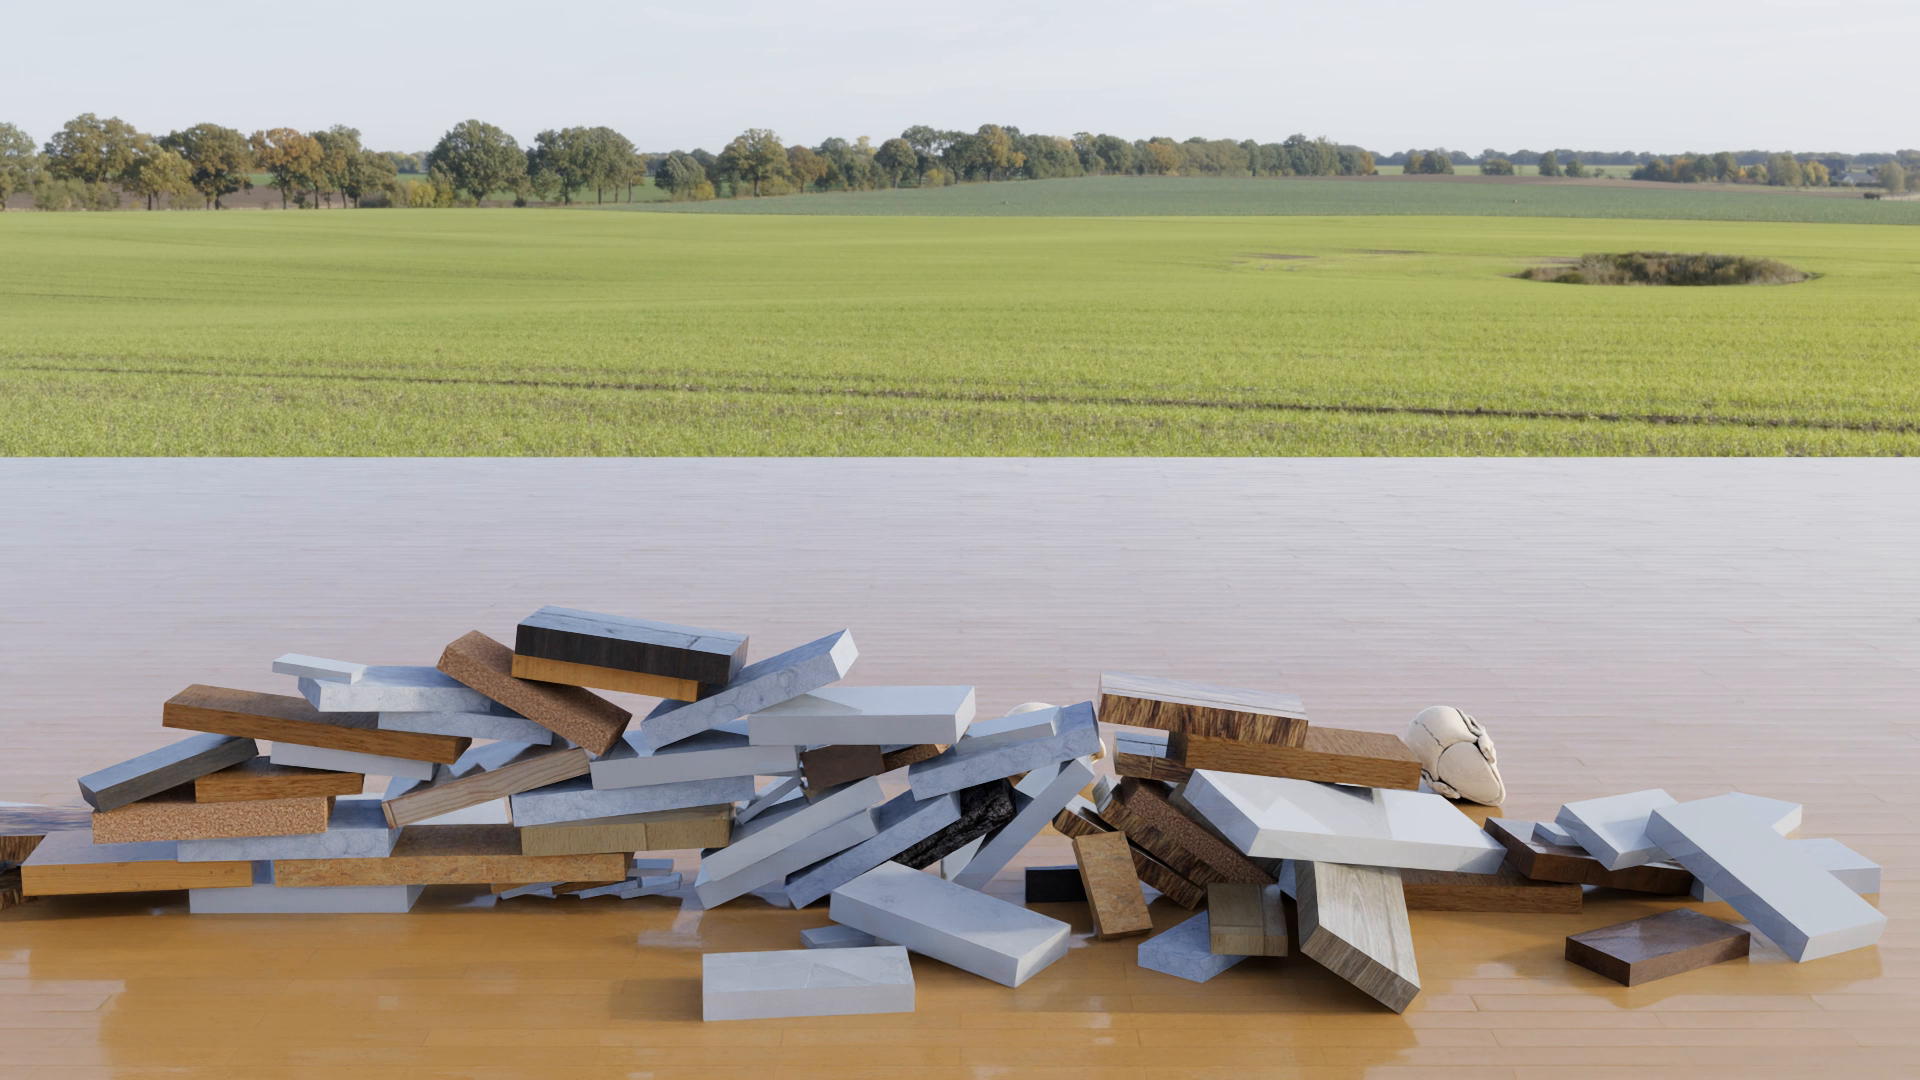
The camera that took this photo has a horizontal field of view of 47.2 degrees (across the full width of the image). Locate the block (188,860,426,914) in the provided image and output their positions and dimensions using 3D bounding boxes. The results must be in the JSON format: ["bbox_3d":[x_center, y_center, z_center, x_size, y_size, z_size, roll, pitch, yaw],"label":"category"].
[{"bbox_3d":[-1.076,0.566,3.661,0.353,0.050,0.176,0,11,0],"label":"block"}]

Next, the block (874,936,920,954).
[{"bbox_3d":[-0.062,0.619,3.408,0.128,0.018,0.064,10,15,10],"label":"block"}]

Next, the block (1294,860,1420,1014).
[{"bbox_3d":[0.609,0.545,3.427,0.174,0.049,0.564,33,16,-2],"label":"block"}]

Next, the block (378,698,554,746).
[{"bbox_3d":[-0.811,0.288,3.634,0.277,0.039,0.139,7,9,-9],"label":"block"}]

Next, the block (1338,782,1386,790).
[{"bbox_3d":[0.698,0.470,4.146,0.115,0.033,0.394,6,8,31],"label":"block"}]

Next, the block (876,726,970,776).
[{"bbox_3d":[-0.068,0.342,3.652,0.170,0.024,0.085,-24,10,45],"label":"block"}]

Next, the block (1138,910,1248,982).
[{"bbox_3d":[0.387,0.623,3.404,0.115,0.033,0.230,8,13,37],"label":"block"}]

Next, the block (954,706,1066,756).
[{"bbox_3d":[0.081,0.313,3.613,0.170,0.024,0.085,-13,11,18],"label":"block"}]

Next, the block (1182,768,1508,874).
[{"bbox_3d":[0.623,0.453,3.512,0.579,0.048,0.170,10,21,-37],"label":"block"}]

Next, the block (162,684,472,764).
[{"bbox_3d":[-1.046,0.301,3.602,0.469,0.039,0.139,8,9,-1],"label":"block"}]

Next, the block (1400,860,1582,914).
[{"bbox_3d":[0.858,0.570,3.655,0.314,0.044,0.157,1,11,4],"label":"block"}]

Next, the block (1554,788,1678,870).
[{"bbox_3d":[1.129,0.482,3.673,0.259,0.037,0.130,-3,34,-36],"label":"block"}]

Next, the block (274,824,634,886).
[{"bbox_3d":[-0.828,0.519,3.640,0.563,0.047,0.166,-1,11,-2],"label":"block"}]

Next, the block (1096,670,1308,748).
[{"bbox_3d":[0.397,0.278,3.633,0.335,0.047,0.167,7,10,1],"label":"block"}]

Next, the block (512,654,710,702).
[{"bbox_3d":[-0.570,0.209,3.619,0.301,0.043,0.151,8,9,1],"label":"block"}]

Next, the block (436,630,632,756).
[{"bbox_3d":[-0.696,0.249,3.613,0.301,0.043,0.151,28,9,1],"label":"block"}]

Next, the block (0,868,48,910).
[{"bbox_3d":[-1.617,0.586,3.612,0.100,0.028,0.201,9,14,41],"label":"block"}]

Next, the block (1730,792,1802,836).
[{"bbox_3d":[1.413,0.514,3.977,0.130,0.037,0.259,8,13,38],"label":"block"}]

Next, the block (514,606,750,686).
[{"bbox_3d":[-0.533,0.170,3.596,0.347,0.049,0.174,8,9,3],"label":"block"}]

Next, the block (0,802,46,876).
[{"bbox_3d":[-1.669,0.519,3.759,0.115,0.033,0.368,6,10,-9],"label":"block"}]

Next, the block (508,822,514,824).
[{"bbox_3d":[-0.838,0.531,3.938,0.062,0.018,0.124,1,11,5],"label":"block"}]

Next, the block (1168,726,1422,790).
[{"bbox_3d":[0.549,0.347,3.623,0.385,0.047,0.167,6,10,-5],"label":"block"}]

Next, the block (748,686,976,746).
[{"bbox_3d":[-0.157,0.284,3.574,0.339,0.048,0.170,-1,12,11],"label":"block"}]

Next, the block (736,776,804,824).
[{"bbox_3d":[-0.319,0.426,3.674,0.122,0.017,0.061,-34,10,-2],"label":"block"}]

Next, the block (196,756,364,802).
[{"bbox_3d":[-1.107,0.386,3.592,0.256,0.036,0.128,-2,11,-12],"label":"block"}]

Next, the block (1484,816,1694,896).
[{"bbox_3d":[1.047,0.528,3.671,0.314,0.044,0.157,9,12,-20],"label":"block"}]

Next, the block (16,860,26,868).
[{"bbox_3d":[-1.496,0.556,3.772,0.201,0.028,0.100,0,11,1],"label":"block"}]

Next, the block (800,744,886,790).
[{"bbox_3d":[-0.190,0.361,3.579,0.128,0.064,0.018,-15,-1,8],"label":"block"}]

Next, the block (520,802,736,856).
[{"bbox_3d":[-0.542,0.465,3.623,0.331,0.047,0.166,-3,10,-1],"label":"block"}]

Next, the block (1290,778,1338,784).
[{"bbox_3d":[0.554,0.400,3.695,0.169,0.024,0.085,-12,9,4],"label":"block"}]

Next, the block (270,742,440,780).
[{"bbox_3d":[-0.987,0.346,3.611,0.256,0.036,0.128,7,9,-6],"label":"block"}]

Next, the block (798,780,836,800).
[{"bbox_3d":[-0.206,0.389,3.650,0.122,0.017,0.061,-27,10,-12],"label":"block"}]

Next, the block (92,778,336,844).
[{"bbox_3d":[-1.206,0.433,3.573,0.353,0.050,0.176,-2,11,-10],"label":"block"}]

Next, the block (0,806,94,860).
[{"bbox_3d":[-1.528,0.500,3.766,0.520,0.043,0.152,3,11,-31],"label":"block"}]

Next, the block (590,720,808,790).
[{"bbox_3d":[-0.426,0.348,3.631,0.336,0.048,0.168,-6,11,4],"label":"block"}]

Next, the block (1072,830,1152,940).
[{"bbox_3d":[0.242,0.549,3.502,0.085,0.169,0.024,-4,-31,-20],"label":"block"}]

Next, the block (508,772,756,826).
[{"bbox_3d":[-0.551,0.409,3.669,0.393,0.048,0.168,-5,11,-14],"label":"block"}]

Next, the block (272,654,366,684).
[{"bbox_3d":[-1.026,0.206,3.525,0.130,0.018,0.065,9,9,4],"label":"block"}]
